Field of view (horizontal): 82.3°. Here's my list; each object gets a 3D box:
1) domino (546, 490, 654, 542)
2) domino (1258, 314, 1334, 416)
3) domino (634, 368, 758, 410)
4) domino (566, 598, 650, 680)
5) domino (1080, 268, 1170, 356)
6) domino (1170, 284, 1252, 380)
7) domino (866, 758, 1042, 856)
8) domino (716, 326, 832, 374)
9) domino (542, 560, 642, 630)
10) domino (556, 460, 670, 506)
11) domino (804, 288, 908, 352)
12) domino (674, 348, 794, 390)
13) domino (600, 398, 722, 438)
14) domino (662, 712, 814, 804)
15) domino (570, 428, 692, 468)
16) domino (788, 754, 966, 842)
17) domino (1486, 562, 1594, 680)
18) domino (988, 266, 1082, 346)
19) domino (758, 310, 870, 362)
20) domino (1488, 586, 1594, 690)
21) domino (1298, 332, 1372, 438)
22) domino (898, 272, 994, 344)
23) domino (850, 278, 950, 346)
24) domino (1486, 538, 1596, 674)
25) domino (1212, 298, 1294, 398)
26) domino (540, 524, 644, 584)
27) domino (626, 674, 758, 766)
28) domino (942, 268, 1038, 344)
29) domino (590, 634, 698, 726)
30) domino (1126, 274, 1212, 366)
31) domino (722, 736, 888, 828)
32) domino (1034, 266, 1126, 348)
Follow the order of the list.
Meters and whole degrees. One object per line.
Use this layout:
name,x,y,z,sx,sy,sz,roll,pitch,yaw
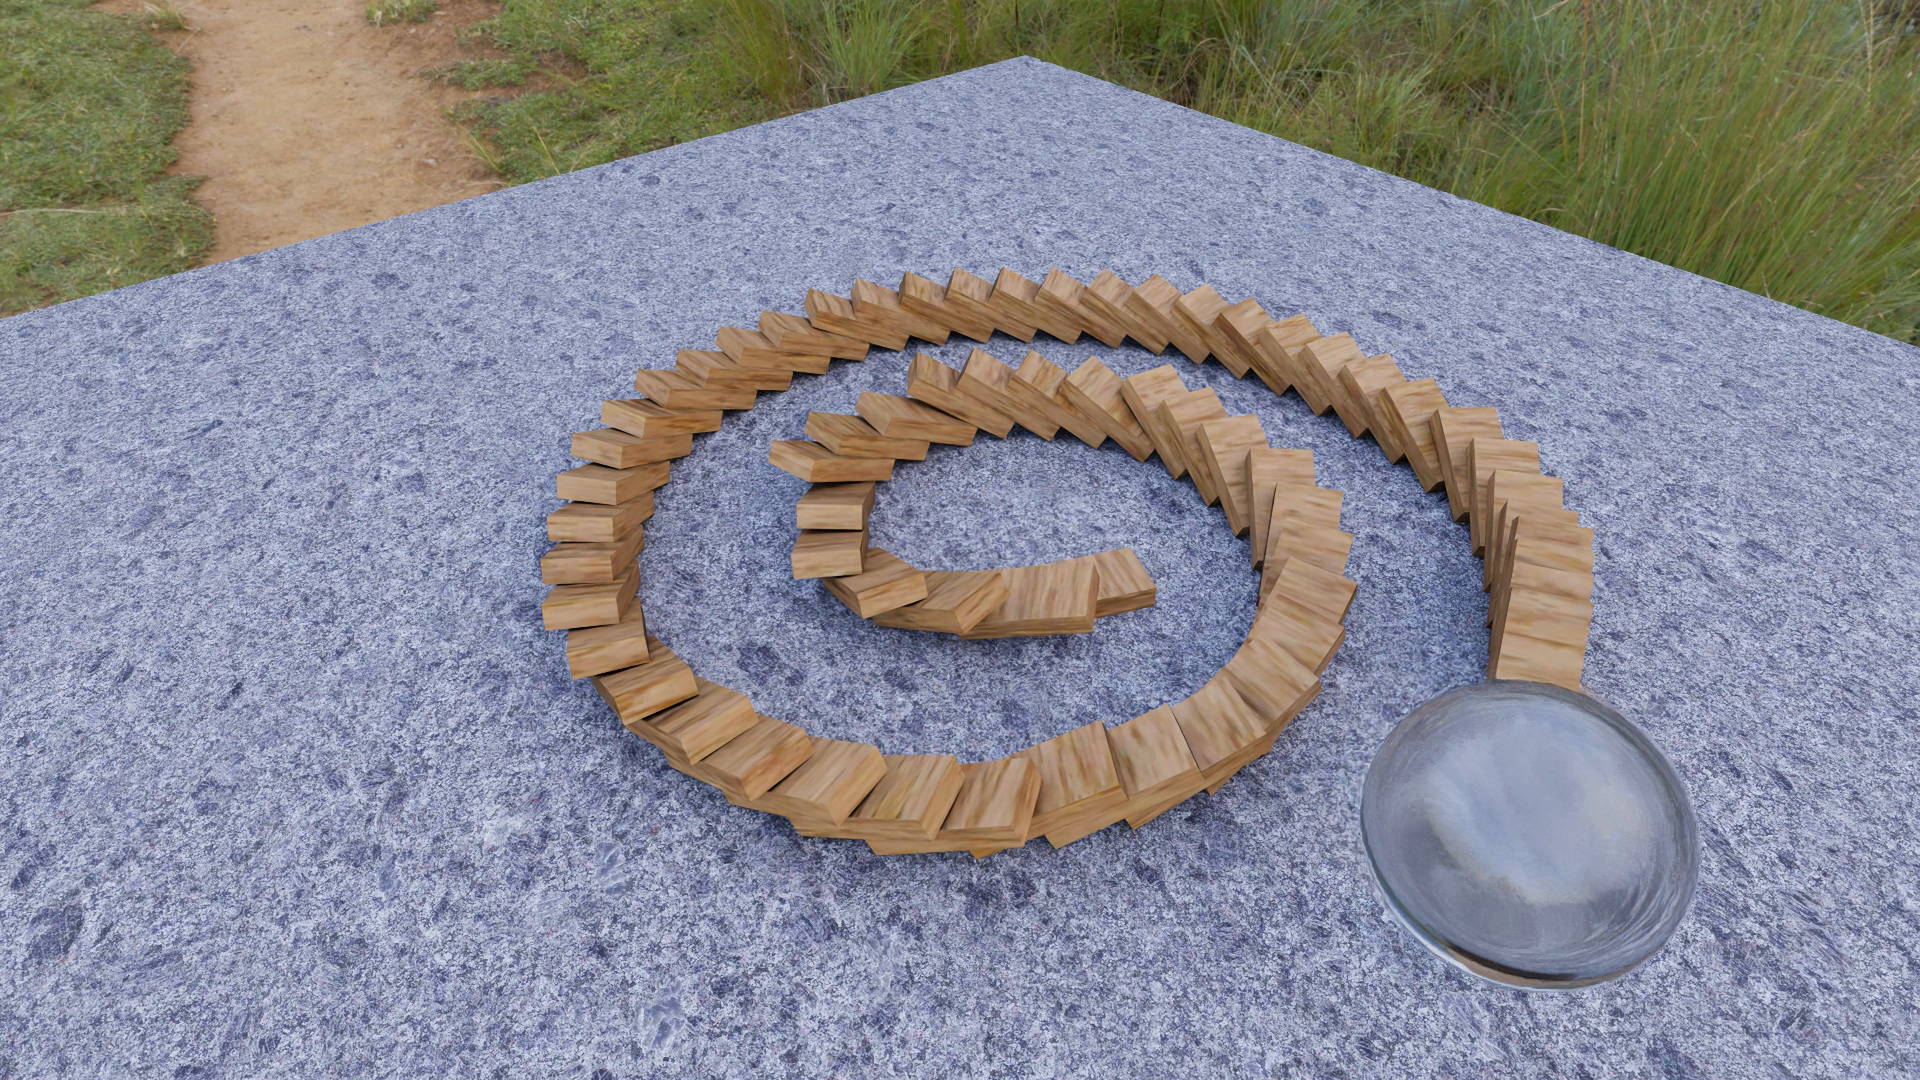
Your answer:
domino,-0.143,-0.010,0.440,0.025,0.010,0.050,2,15,2
domino,0.169,-0.085,0.531,0.025,0.010,0.050,-22,69,-25
domino,-0.123,-0.070,0.513,0.025,0.009,0.050,31,24,32
domino,-0.123,0.034,0.386,0.025,0.010,0.050,-13,16,-15
domino,0.089,-0.119,0.573,0.050,0.010,0.025,35,46,2
domino,0.133,-0.106,0.557,0.025,0.009,0.050,-33,75,-34
domino,-0.002,0.080,0.329,0.050,0.009,0.025,-12,33,27
domino,-0.092,-0.093,0.541,0.050,0.009,0.025,-1,32,-43
domino,-0.134,0.019,0.404,0.025,0.010,0.050,-5,15,-6
domino,-0.144,-0.026,0.459,0.025,0.010,0.050,7,15,8
domino,-0.053,-0.113,0.565,0.050,0.009,0.025,11,33,-28
domino,-0.108,-0.081,0.527,0.025,0.009,0.050,33,25,33
domino,-0.134,-0.056,0.495,0.025,0.009,0.050,21,18,24
domino,-0.071,0.066,0.347,0.025,0.009,0.050,-35,26,-35
domino,-0.142,-0.042,0.478,0.025,0.009,0.050,15,16,18
domino,-0.026,0.077,0.332,0.050,0.010,0.025,-7,32,33
domino,0.197,0.035,0.376,0.025,0.010,0.050,12,83,14
domino,0.041,-0.123,0.578,0.050,0.010,0.025,25,40,-8
domino,-0.073,-0.102,0.553,0.050,0.009,0.025,1,32,-40
domino,0.192,0.043,0.366,0.025,0.010,0.050,12,83,14
domino,0.184,-0.073,0.517,0.025,0.010,0.050,-19,68,-21
domino,-0.007,-0.122,0.576,0.050,0.010,0.025,19,36,-17
domino,-0.031,-0.119,0.572,0.050,0.010,0.025,15,34,-22
domino,0.204,0.027,0.386,0.025,0.010,0.050,12,83,14
domino,0.151,-0.096,0.545,0.025,0.010,0.050,-29,72,-31
domino,-0.140,0.005,0.421,0.025,0.010,0.050,-2,14,-2
domino,-0.090,0.057,0.358,0.025,0.009,0.050,-31,24,-32
domino,0.017,-0.124,0.579,0.050,0.010,0.025,23,38,-11
domino,-0.108,0.046,0.371,0.025,0.010,0.050,-22,19,-25
domino,0.112,-0.114,0.566,0.050,0.010,0.025,42,50,8
domino,-0.049,0.073,0.339,0.050,0.009,0.025,-1,31,41
domino,0.065,-0.122,0.576,0.050,0.010,0.025,29,42,-3
